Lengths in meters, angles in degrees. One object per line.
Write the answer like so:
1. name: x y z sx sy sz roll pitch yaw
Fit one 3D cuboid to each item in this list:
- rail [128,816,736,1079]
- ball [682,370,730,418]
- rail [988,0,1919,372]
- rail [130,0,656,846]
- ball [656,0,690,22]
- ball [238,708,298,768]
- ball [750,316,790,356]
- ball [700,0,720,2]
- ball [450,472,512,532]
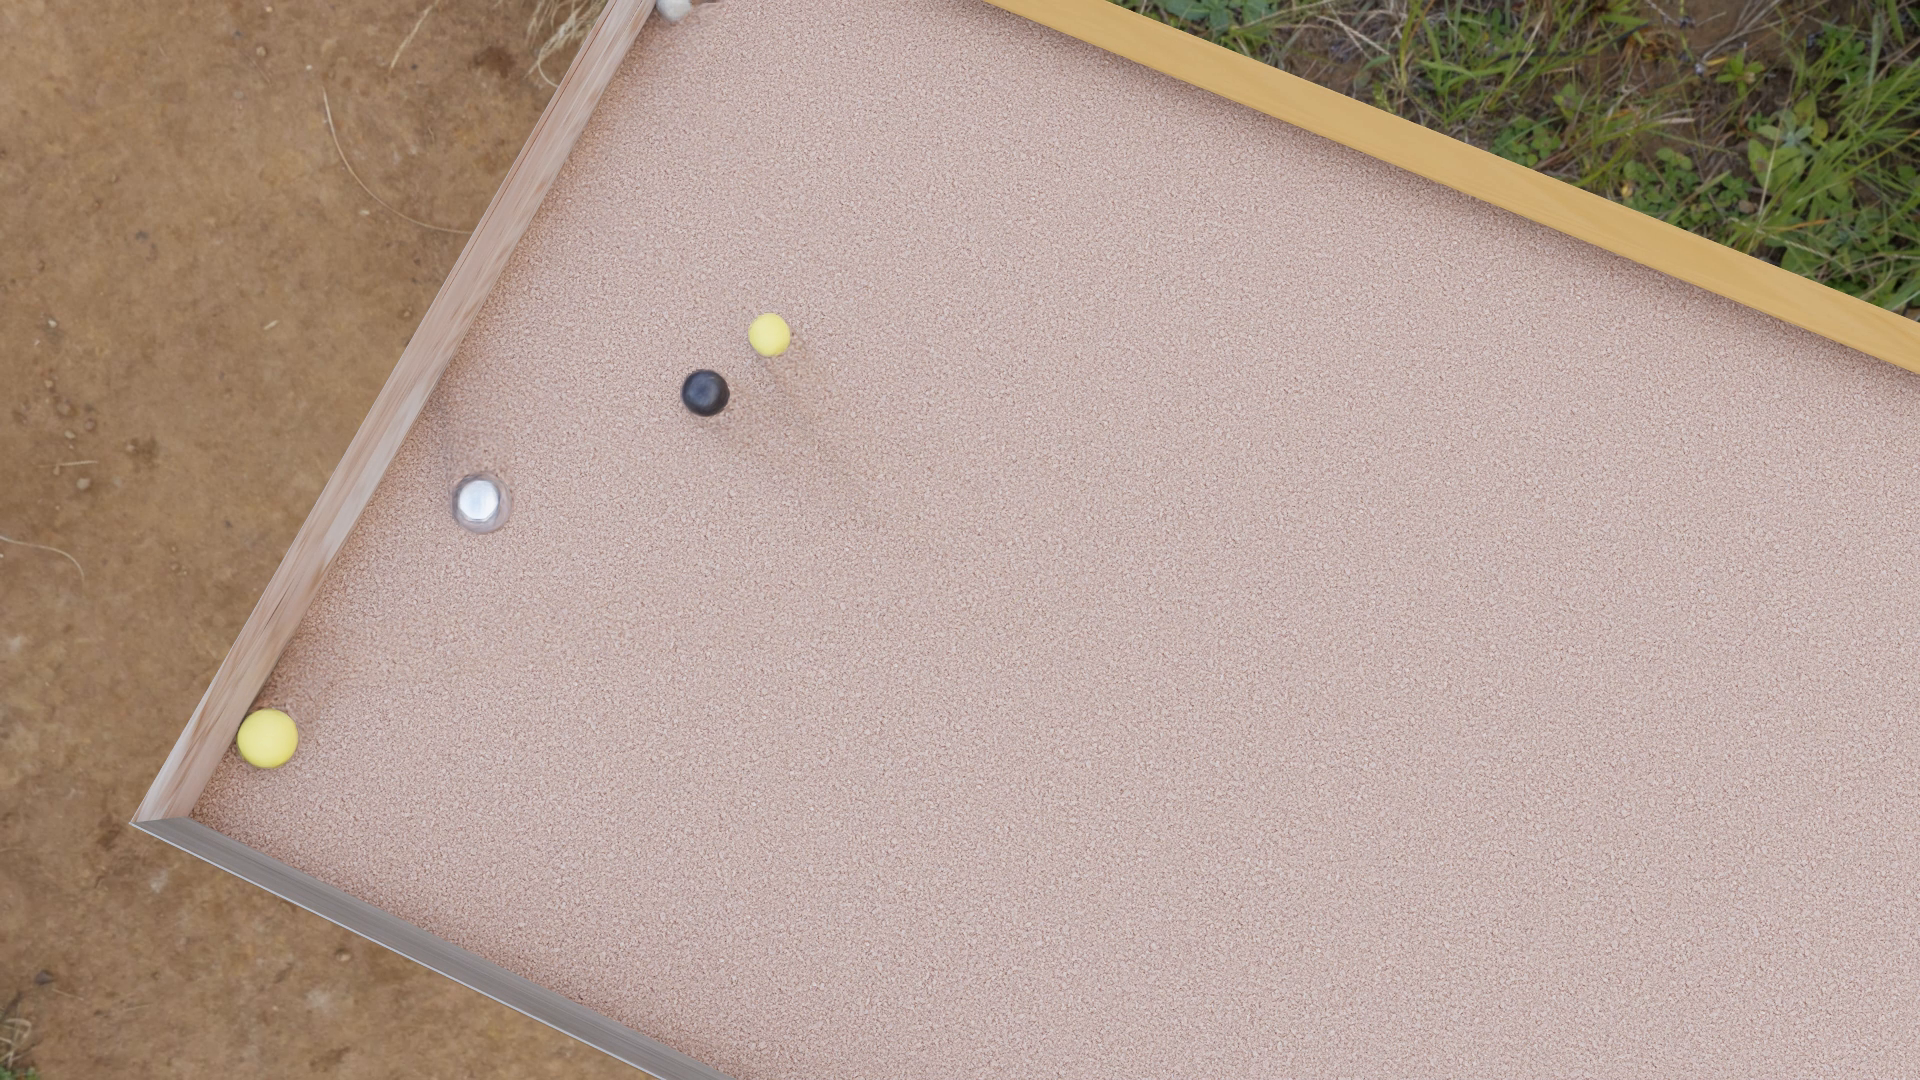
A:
1. rail: 0.444 1.120 3.004 3.594 0.128 0.045 24 73 8
2. ball: -0.402 -0.232 3.480 0.075 0.075 0.075 0 72 0
3. rail: 1.190 -0.425 3.515 3.594 0.128 0.045 24 73 8
4. rail: -0.795 -0.354 3.491 0.045 0.128 1.838 24 73 8
5. ball: -0.484 -0.906 3.711 0.059 0.059 0.059 0 72 0
6. ball: -1.038 0.297 3.298 0.088 0.088 0.088 0 72 0
7. ball: -0.304 -0.327 3.516 0.066 0.066 0.066 0 72 0
8. ball: -0.424 -0.956 3.707 0.098 0.098 0.098 0 72 0
9. ball: -0.743 -0.059 3.414 0.093 0.093 0.093 0 72 0
